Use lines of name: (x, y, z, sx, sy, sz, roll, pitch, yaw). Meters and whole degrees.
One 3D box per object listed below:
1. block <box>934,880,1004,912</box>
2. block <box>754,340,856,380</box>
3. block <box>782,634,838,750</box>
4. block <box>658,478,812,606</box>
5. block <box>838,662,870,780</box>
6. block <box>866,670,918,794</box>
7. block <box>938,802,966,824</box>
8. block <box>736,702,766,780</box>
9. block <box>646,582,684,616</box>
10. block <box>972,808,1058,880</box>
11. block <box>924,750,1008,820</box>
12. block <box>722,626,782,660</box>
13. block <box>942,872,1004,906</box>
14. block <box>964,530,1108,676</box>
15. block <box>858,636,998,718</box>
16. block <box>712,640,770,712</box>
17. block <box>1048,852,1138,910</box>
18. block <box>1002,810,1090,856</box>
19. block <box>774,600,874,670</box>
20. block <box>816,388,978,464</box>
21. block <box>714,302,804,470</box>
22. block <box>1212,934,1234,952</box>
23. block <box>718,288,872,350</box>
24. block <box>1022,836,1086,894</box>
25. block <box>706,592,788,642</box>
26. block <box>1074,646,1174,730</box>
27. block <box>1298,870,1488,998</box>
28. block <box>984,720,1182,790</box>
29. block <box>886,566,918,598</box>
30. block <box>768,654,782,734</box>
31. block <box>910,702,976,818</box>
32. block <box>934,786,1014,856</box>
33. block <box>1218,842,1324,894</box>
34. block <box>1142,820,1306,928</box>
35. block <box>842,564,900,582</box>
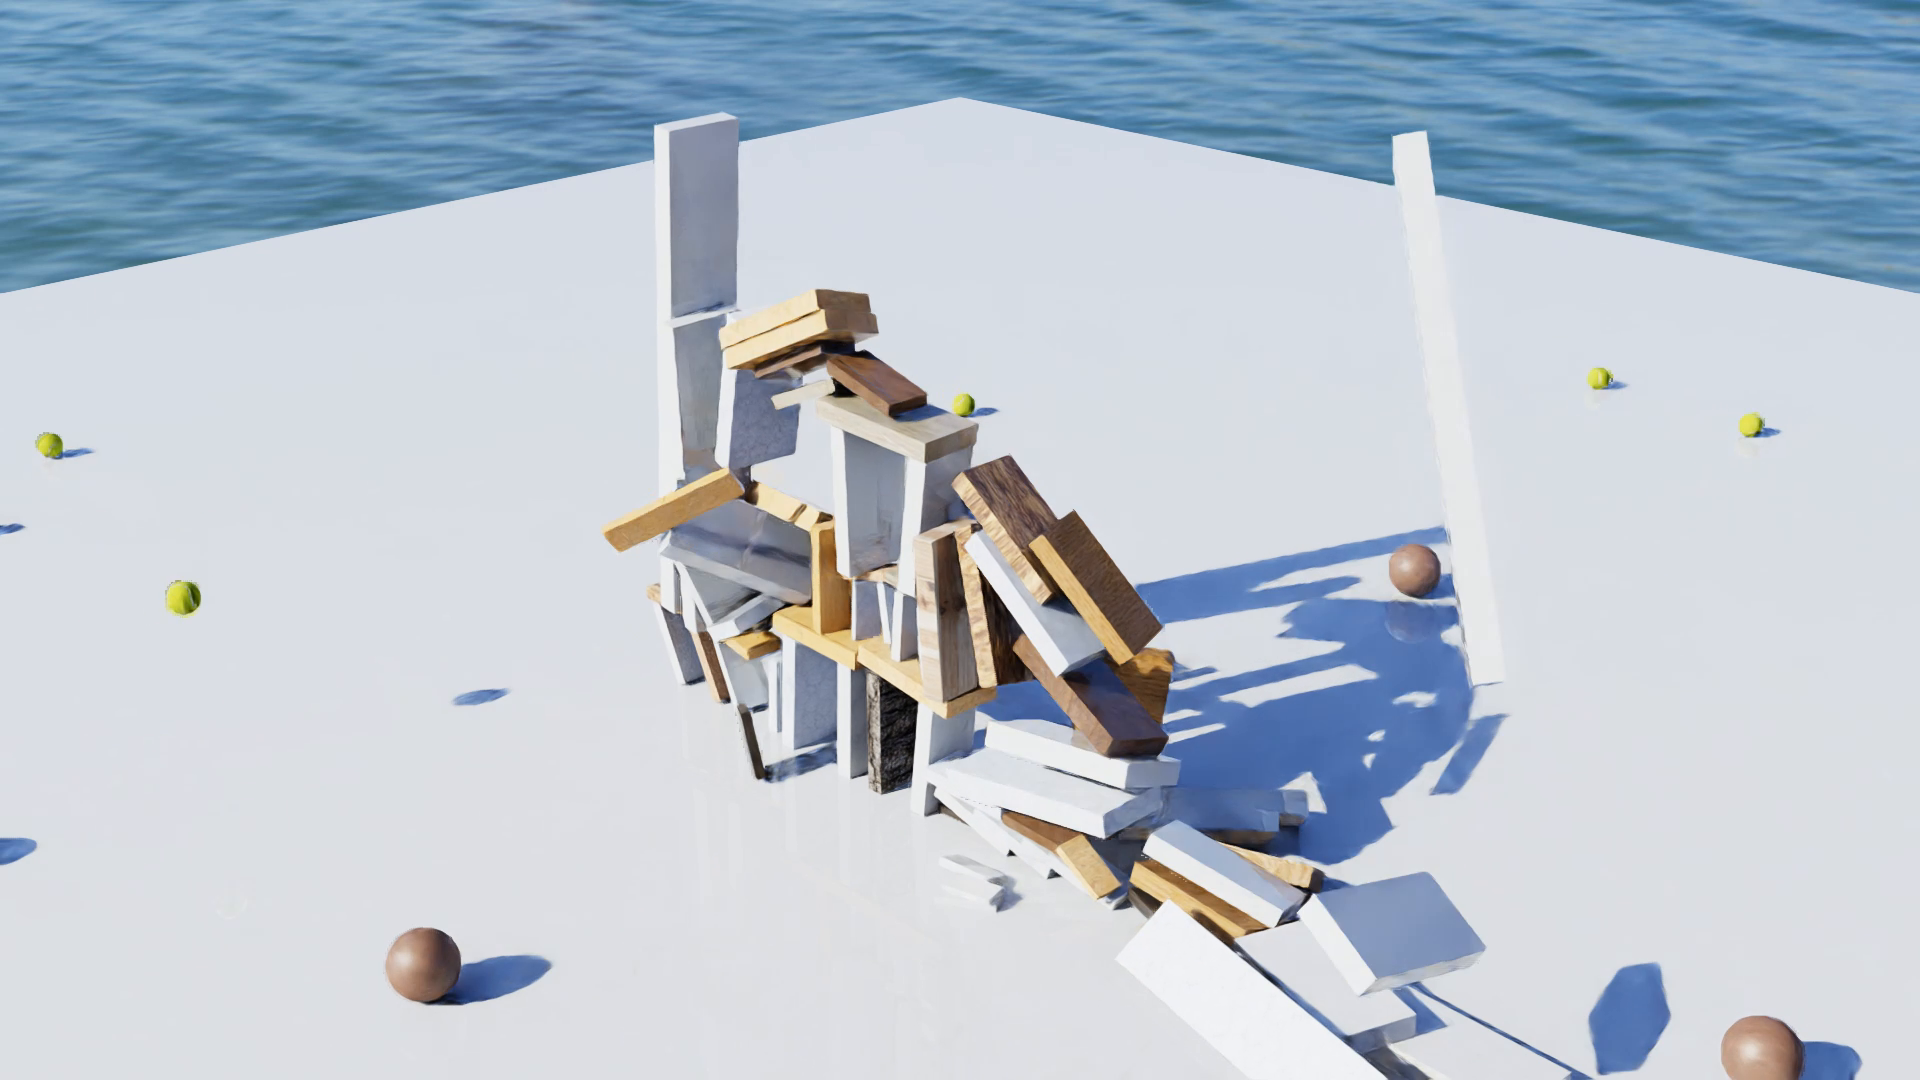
block: (0.017, 0.672, 4.154, 0.121, 0.017, 0.061, 6, 24, 14)
block: (-0.307, -0.355, 4.350, 0.191, 0.027, 0.095, -16, -10, 40)
block: (-0.316, 0.306, 4.697, 0.133, 0.266, 0.038, -21, 34, -40)
block: (-0.461, 0.005, 4.601, 0.337, 0.048, 0.168, 22, 51, -26)
block: (-0.192, 0.354, 4.584, 0.133, 0.266, 0.038, -21, 33, -40)
block: (-0.128, 0.378, 4.528, 0.134, 0.267, 0.038, -21, 31, -41)
block: (0.007, 0.549, 4.444, 0.096, 0.014, 0.048, 22, 31, 37)
block: (-0.434, 0.418, 4.570, 0.021, 0.147, 0.073, -15, 13, -10)
block: (-0.611, 0.132, 4.953, 0.187, 0.027, 0.094, 22, 31, 40)
block: (0.133, 0.573, 4.300, 0.203, 0.029, 0.102, 36, 39, 29)
block: (0.038, 0.484, 4.357, 0.203, 0.029, 0.102, 24, 33, 36)
block: (-0.475, 0.207, 4.834, 0.086, 0.024, 0.172, -19, 32, -32)
block: (0.023, 0.658, 4.146, 0.105, 0.015, 0.053, 14, 26, 29)
block: (0.152, 0.101, 4.105, 0.152, 0.043, 0.304, -20, 69, -46)
block: (-0.066, 0.262, 4.393, 0.134, 0.038, 0.267, -19, 36, -39)
block: (-0.480, 0.288, 4.875, 0.086, 0.172, 0.024, -17, -4, -28)
block: (0.252, 0.632, 4.176, 0.159, 0.023, 0.080, 35, 39, 24)
block: (0.166, 0.554, 4.238, 0.080, 0.023, 0.159, -22, 32, -37)
block: (-0.253, 0.191, 4.576, 0.133, 0.038, 0.266, -20, 30, -39)
block: (-0.123, -0.230, 4.230, 0.293, 0.042, 0.147, 24, 33, 37)
block: (-0.412, -0.322, 4.582, 0.173, 0.346, 0.049, -17, 40, -35)
block: (0.506, 0.737, 3.996, 0.079, 0.022, 0.158, -13, 26, -28)
block: (-0.327, -0.430, 4.333, 0.287, 0.041, 0.144, -16, -10, 42)
block: (0.205, 0.608, 4.230, 0.159, 0.023, 0.080, 34, 39, 24)
block: (-0.419, 0.139, 4.715, 0.237, 0.034, 0.118, -34, 9, -35)
block: (0.315, 0.374, 4.416, 0.170, 0.339, 0.048, 9, 19, 0)
block: (0.683, 0.615, 3.454, 0.321, 0.046, 0.161, 0, 46, -46)
block: (0.228, 0.399, 4.118, 0.333, 0.047, 0.166, 13, 6, 40)
block: (-0.066, 0.090, 4.327, 0.152, 0.022, 0.076, 27, 34, 36)
block: (-0.374, 0.326, 4.772, 0.086, 0.172, 0.024, -21, 33, -40)
block: (-0.032, 0.416, 4.436, 0.038, 0.267, 0.134, 26, 34, 35)
block: (0.057, 0.539, 4.374, 0.203, 0.029, 0.102, 38, 40, 28)
block: (0.535, 0.608, 4.162, 0.287, 0.041, 0.144, 13, -9, 20)
block: (0.484, 0.609, 4.023, 0.277, 0.039, 0.139, 29, 16, 21)
block: (-0.168, 0.064, 4.428, 0.134, 0.019, 0.067, 3, 16, 43)
